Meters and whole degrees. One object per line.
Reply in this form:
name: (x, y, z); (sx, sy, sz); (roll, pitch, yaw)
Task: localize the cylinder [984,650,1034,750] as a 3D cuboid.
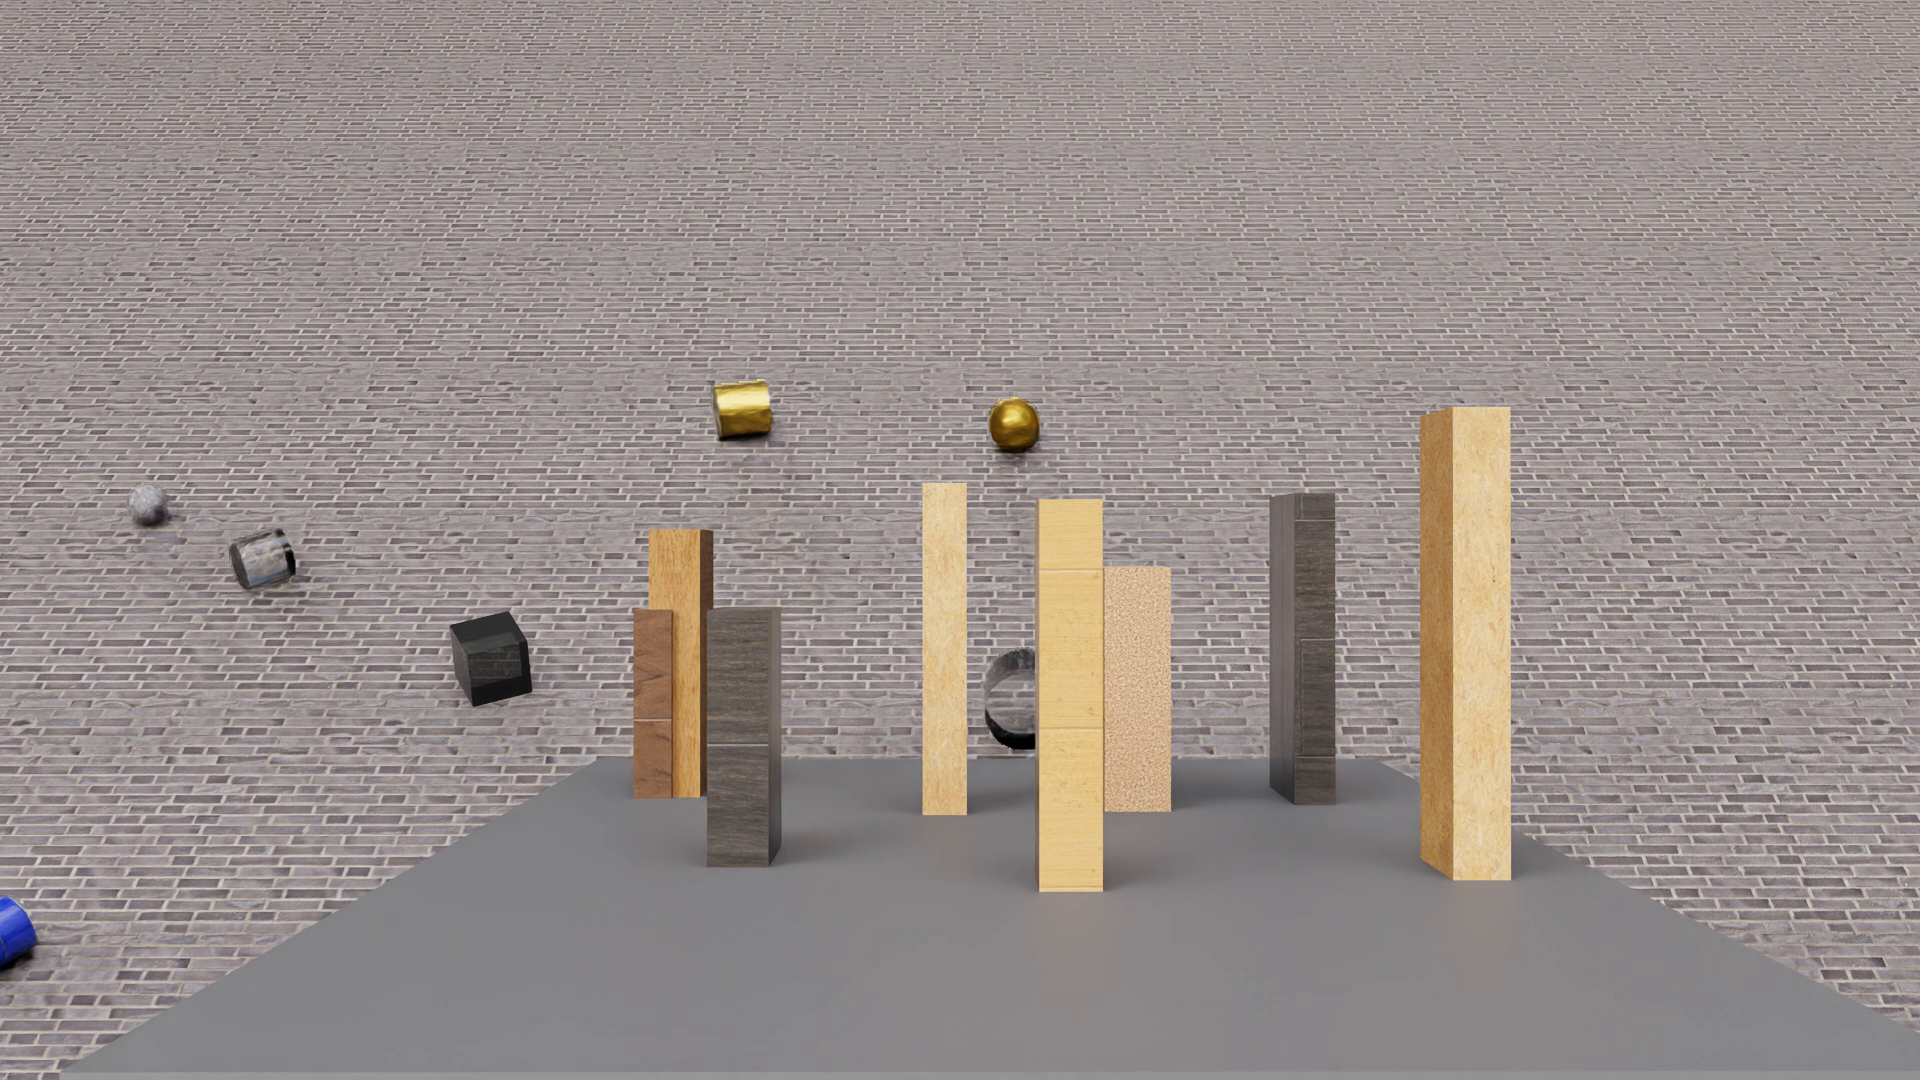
cylinder: (0.169, 0.421, 6.831); (0.210, 0.210, 0.210); (0, 15, 0)

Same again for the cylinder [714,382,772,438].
cylinder: (-0.702, -0.420, 8.346); (0.163, 0.163, 0.163); (-7, 31, -11)

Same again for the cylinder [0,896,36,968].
cylinder: (-2.272, 0.934, 6.077); (0.141, 0.141, 0.141); (21, 36, 31)

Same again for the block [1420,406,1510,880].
block: (0.851, 0.169, 4.374); (0.094, 0.772, 0.304); (0, 0, 0)

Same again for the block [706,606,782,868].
block: (-0.377, 0.339, 4.555); (0.105, 0.436, 0.316); (0, 0, 0)

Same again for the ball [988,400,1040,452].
ball: (0.174, -0.364, 8.253); (0.163, 0.163, 0.163); (0, 31, 0)

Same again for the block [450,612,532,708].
block: (-1.283, 0.325, 7.084); (0.168, 0.168, 0.168); (-14, 33, -22)

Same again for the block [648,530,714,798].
block: (-0.623, 0.270, 5.799); (0.112, 0.584, 0.310); (0, 0, 0)

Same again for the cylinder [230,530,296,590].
cylinder: (-2.037, 0.057, 7.561); (0.143, 0.143, 0.143); (-19, 35, -29)

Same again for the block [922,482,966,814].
block: (-0.031, 0.222, 5.429); (0.090, 0.676, 0.324); (0, 0, 0)

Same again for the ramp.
ramp: (0.068, 0.607, 4.674); (2.000, 0.100, 4.000); (0, 0, 0)

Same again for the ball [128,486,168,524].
ball: (-2.466, -0.107, 7.865); (0.116, 0.116, 0.116); (0, 31, 0)

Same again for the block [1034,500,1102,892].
block: (0.175, 0.246, 4.206); (0.100, 0.619, 0.243); (0, 0, 0)

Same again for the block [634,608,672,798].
block: (-0.667, 0.356, 5.753); (0.082, 0.410, 0.279); (0, 0, 0)

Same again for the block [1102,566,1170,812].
block: (0.366, 0.309, 5.552); (0.136, 0.502, 0.439); (0, 0, 0)

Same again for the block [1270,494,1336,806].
block: (0.748, 0.231, 5.676); (0.087, 0.659, 0.435); (0, 0, 0)
